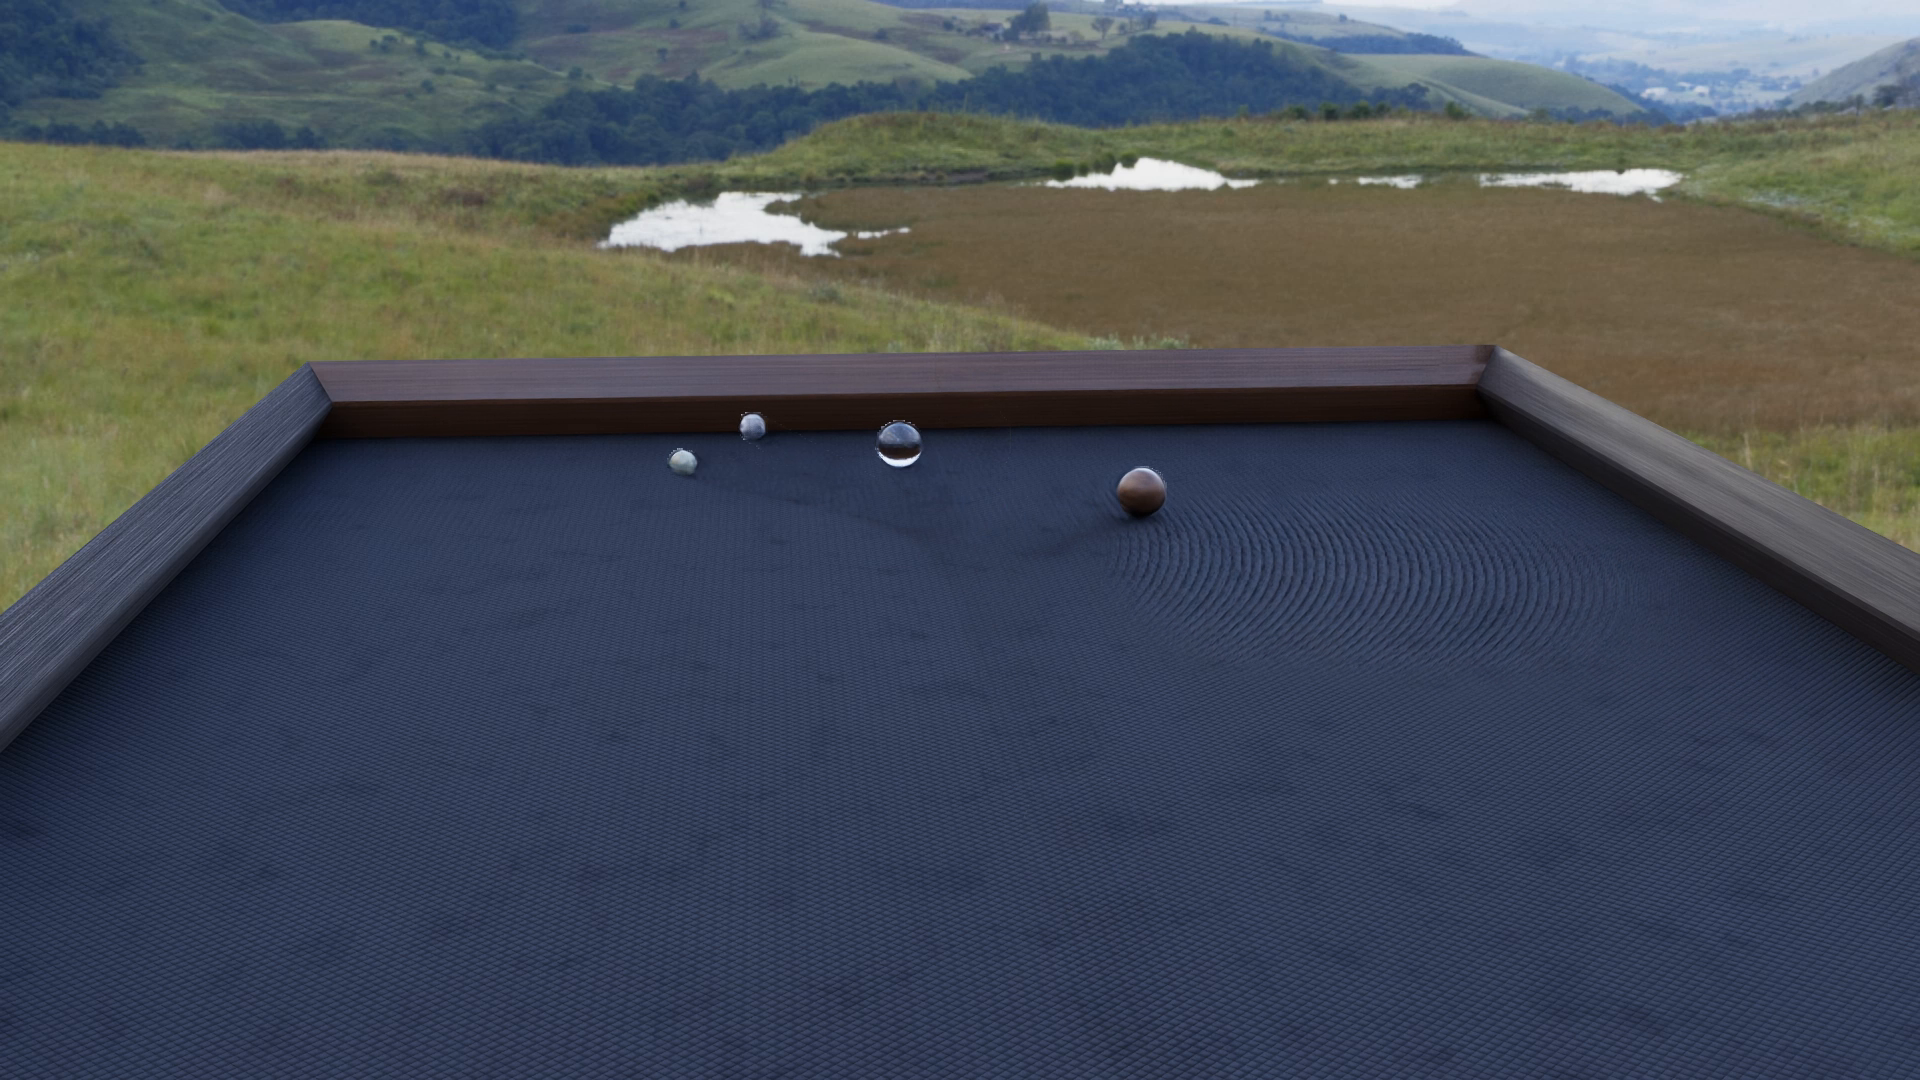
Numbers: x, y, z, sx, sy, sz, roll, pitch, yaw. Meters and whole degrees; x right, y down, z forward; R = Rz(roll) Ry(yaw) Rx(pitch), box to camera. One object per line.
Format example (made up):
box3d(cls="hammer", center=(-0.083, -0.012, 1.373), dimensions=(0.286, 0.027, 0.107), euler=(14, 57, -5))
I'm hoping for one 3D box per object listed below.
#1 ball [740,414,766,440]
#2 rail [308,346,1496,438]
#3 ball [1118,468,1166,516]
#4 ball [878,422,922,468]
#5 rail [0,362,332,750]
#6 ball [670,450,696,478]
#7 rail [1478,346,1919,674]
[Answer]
box3d(cls="ball", center=(-0.346, -0.189, 3.666), dimensions=(0.044, 0.044, 0.044), euler=(0, 14, 0))
box3d(cls="rail", center=(-0.074, -0.250, 3.730), dimensions=(2.026, 0.128, 0.045), euler=(-1, 14, -5))
box3d(cls="ball", center=(0.259, -0.068, 3.137), dimensions=(0.069, 0.069, 0.069), euler=(0, 14, 0))
box3d(cls="ball", center=(-0.095, -0.149, 3.456), dimensions=(0.070, 0.070, 0.070), euler=(0, 14, 0))
box3d(cls="rail", center=(-0.909, 0.204, 1.939), dimensions=(0.045, 0.128, 3.587), euler=(-1, 14, -5))
box3d(cls="ball", center=(-0.427, -0.118, 3.391), dimensions=(0.041, 0.041, 0.041), euler=(0, 14, 0))
box3d(cls="rail", center=(1.062, 0.162, 2.103), dimensions=(0.045, 0.128, 3.587), euler=(-1, 14, -5))
